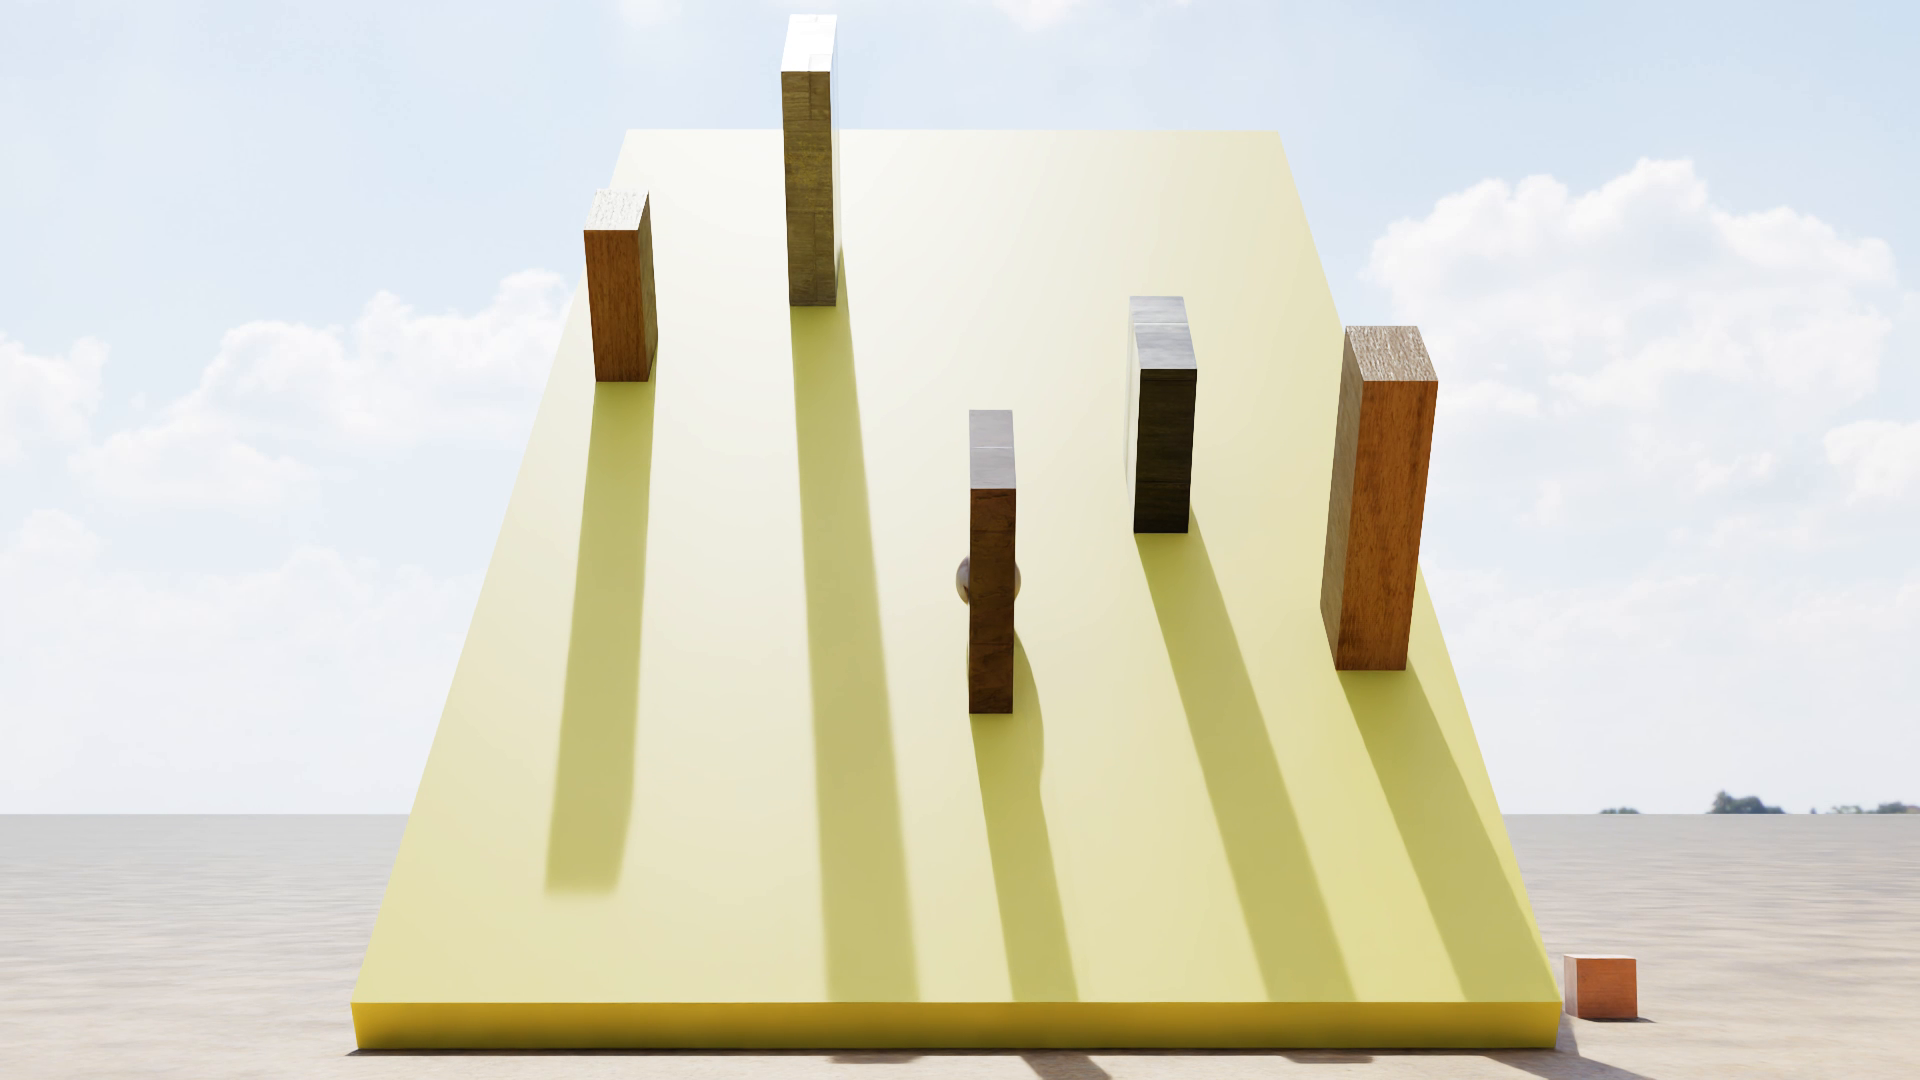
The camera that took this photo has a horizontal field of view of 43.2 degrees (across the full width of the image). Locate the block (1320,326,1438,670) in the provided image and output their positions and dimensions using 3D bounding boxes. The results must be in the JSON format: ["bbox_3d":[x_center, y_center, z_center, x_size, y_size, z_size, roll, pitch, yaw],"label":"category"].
[{"bbox_3d":[0.824,-0.079,4.795,0.141,0.648,0.240,0,30,0],"label":"block"}]

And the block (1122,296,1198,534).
[{"bbox_3d":[0.440,-0.281,5.380,0.121,0.403,0.366,0,30,0],"label":"block"}]

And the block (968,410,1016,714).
[{"bbox_3d":[0.060,0.041,4.729,0.086,0.503,0.317,0,30,0],"label":"block"}]

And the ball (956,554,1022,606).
[{"bbox_3d":[0.059,0.084,5.017,0.138,0.138,0.138,0,-6,0],"label":"ball"}]

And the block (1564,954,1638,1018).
[{"bbox_3d":[1.236,0.862,4.677,0.113,0.113,0.113,0,-6,2],"label":"block"}]

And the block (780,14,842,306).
[{"bbox_3d":[-0.386,-0.998,6.361,0.122,0.641,0.435,0,30,0],"label":"block"}]

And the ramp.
[{"bbox_3d":[-0.013,-0.206,5.746,2.000,0.100,4.000,0,30,0],"label":"ramp"}]

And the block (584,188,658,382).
[{"bbox_3d":[-0.832,-0.628,5.962,0.129,0.403,0.256,0,30,0],"label":"block"}]
